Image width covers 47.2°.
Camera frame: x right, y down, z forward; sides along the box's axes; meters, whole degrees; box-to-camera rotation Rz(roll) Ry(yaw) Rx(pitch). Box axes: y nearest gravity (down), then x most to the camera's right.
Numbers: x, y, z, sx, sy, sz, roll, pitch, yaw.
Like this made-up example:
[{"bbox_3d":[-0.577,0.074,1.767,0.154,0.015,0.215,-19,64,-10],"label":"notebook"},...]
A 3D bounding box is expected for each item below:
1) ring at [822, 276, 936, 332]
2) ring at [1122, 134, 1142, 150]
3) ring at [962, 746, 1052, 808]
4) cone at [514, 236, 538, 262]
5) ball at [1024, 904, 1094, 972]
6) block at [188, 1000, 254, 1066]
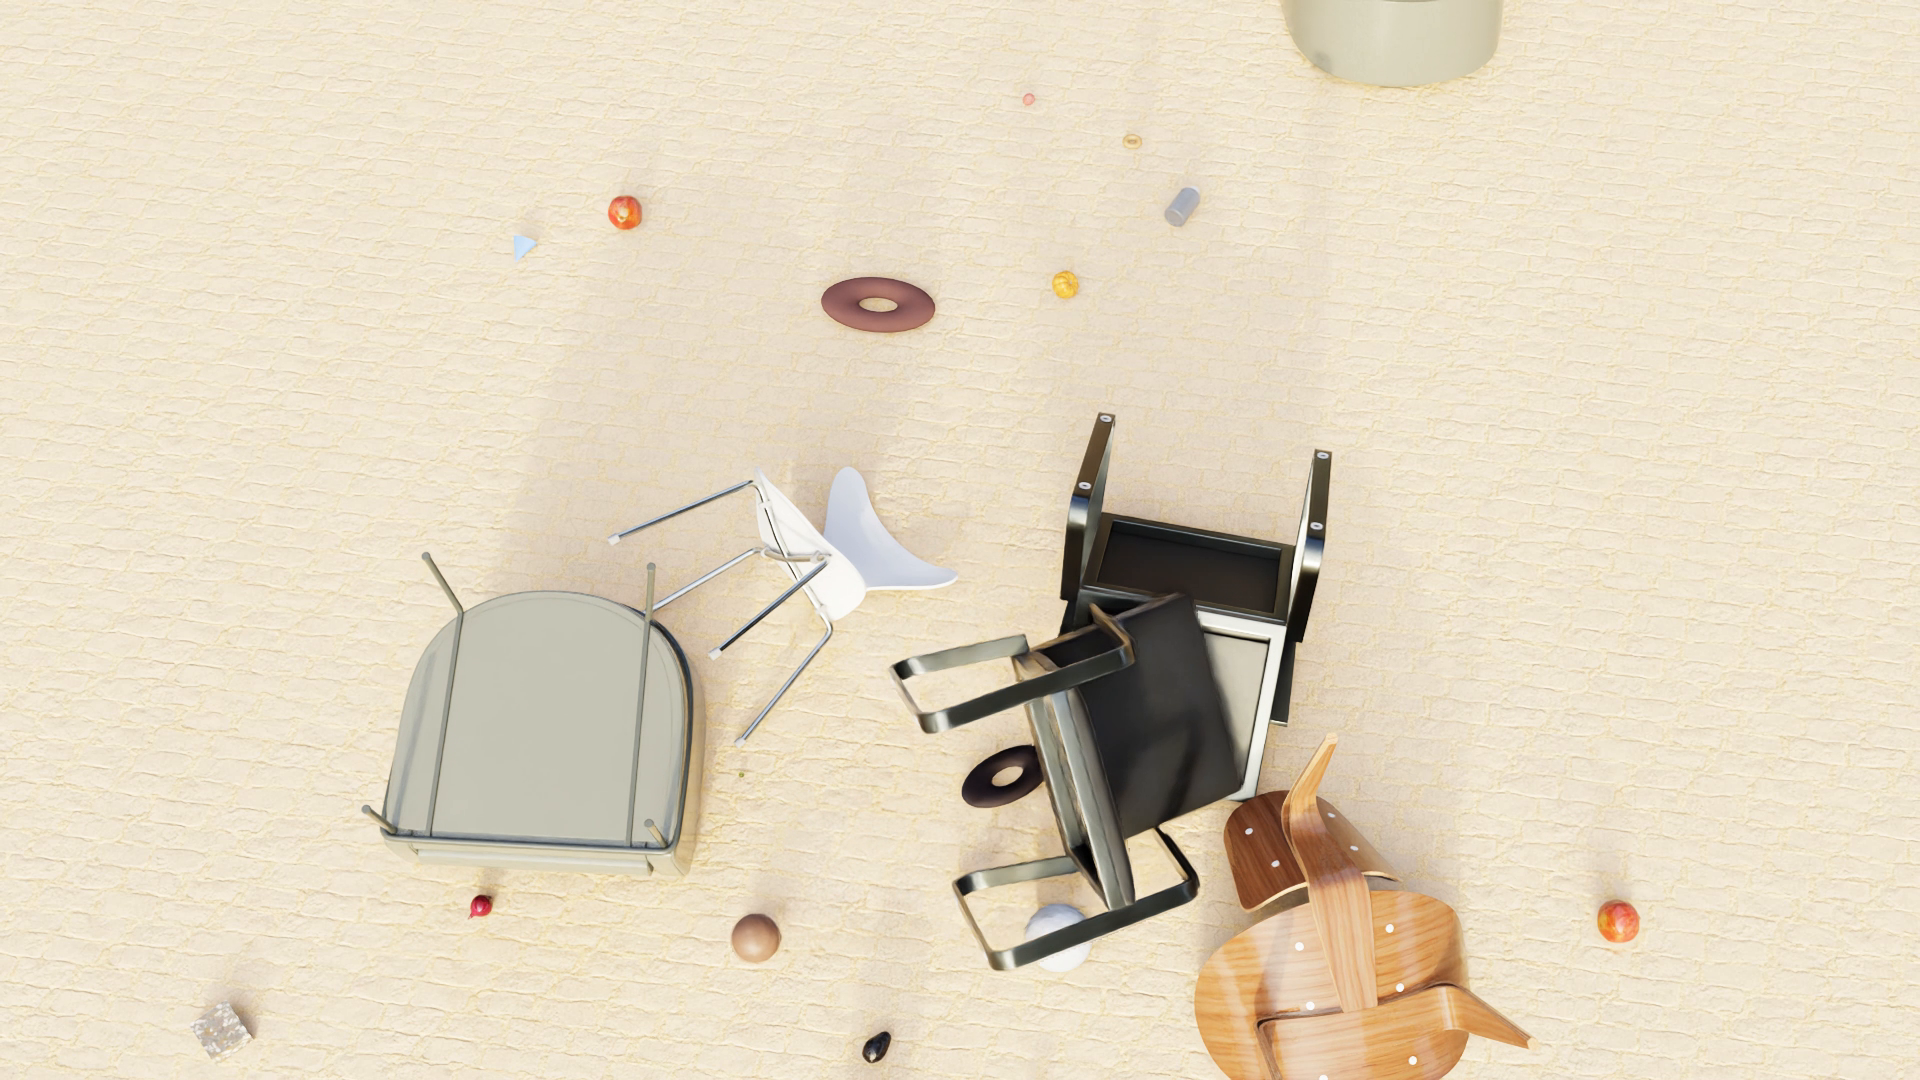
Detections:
[{"bbox_3d":[-0.262,-0.754,7.045,0.370,0.059,0.217,6,56,3],"label":"ring"},{"bbox_3d":[0.585,-1.353,7.470,0.068,0.021,0.061,-6,57,-5],"label":"ring"},{"bbox_3d":[0.131,0.656,6.110,0.285,0.040,0.152,-26,61,-17],"label":"ring"},{"bbox_3d":[-1.438,-0.945,7.194,0.085,0.049,0.086,17,74,9],"label":"cone"},{"bbox_3d":[0.260,1.043,5.767,0.179,0.179,0.179,0,56,0],"label":"ball"},{"bbox_3d":[-1.911,1.275,5.689,0.109,0.049,0.119,-34,63,-21],"label":"block"}]
